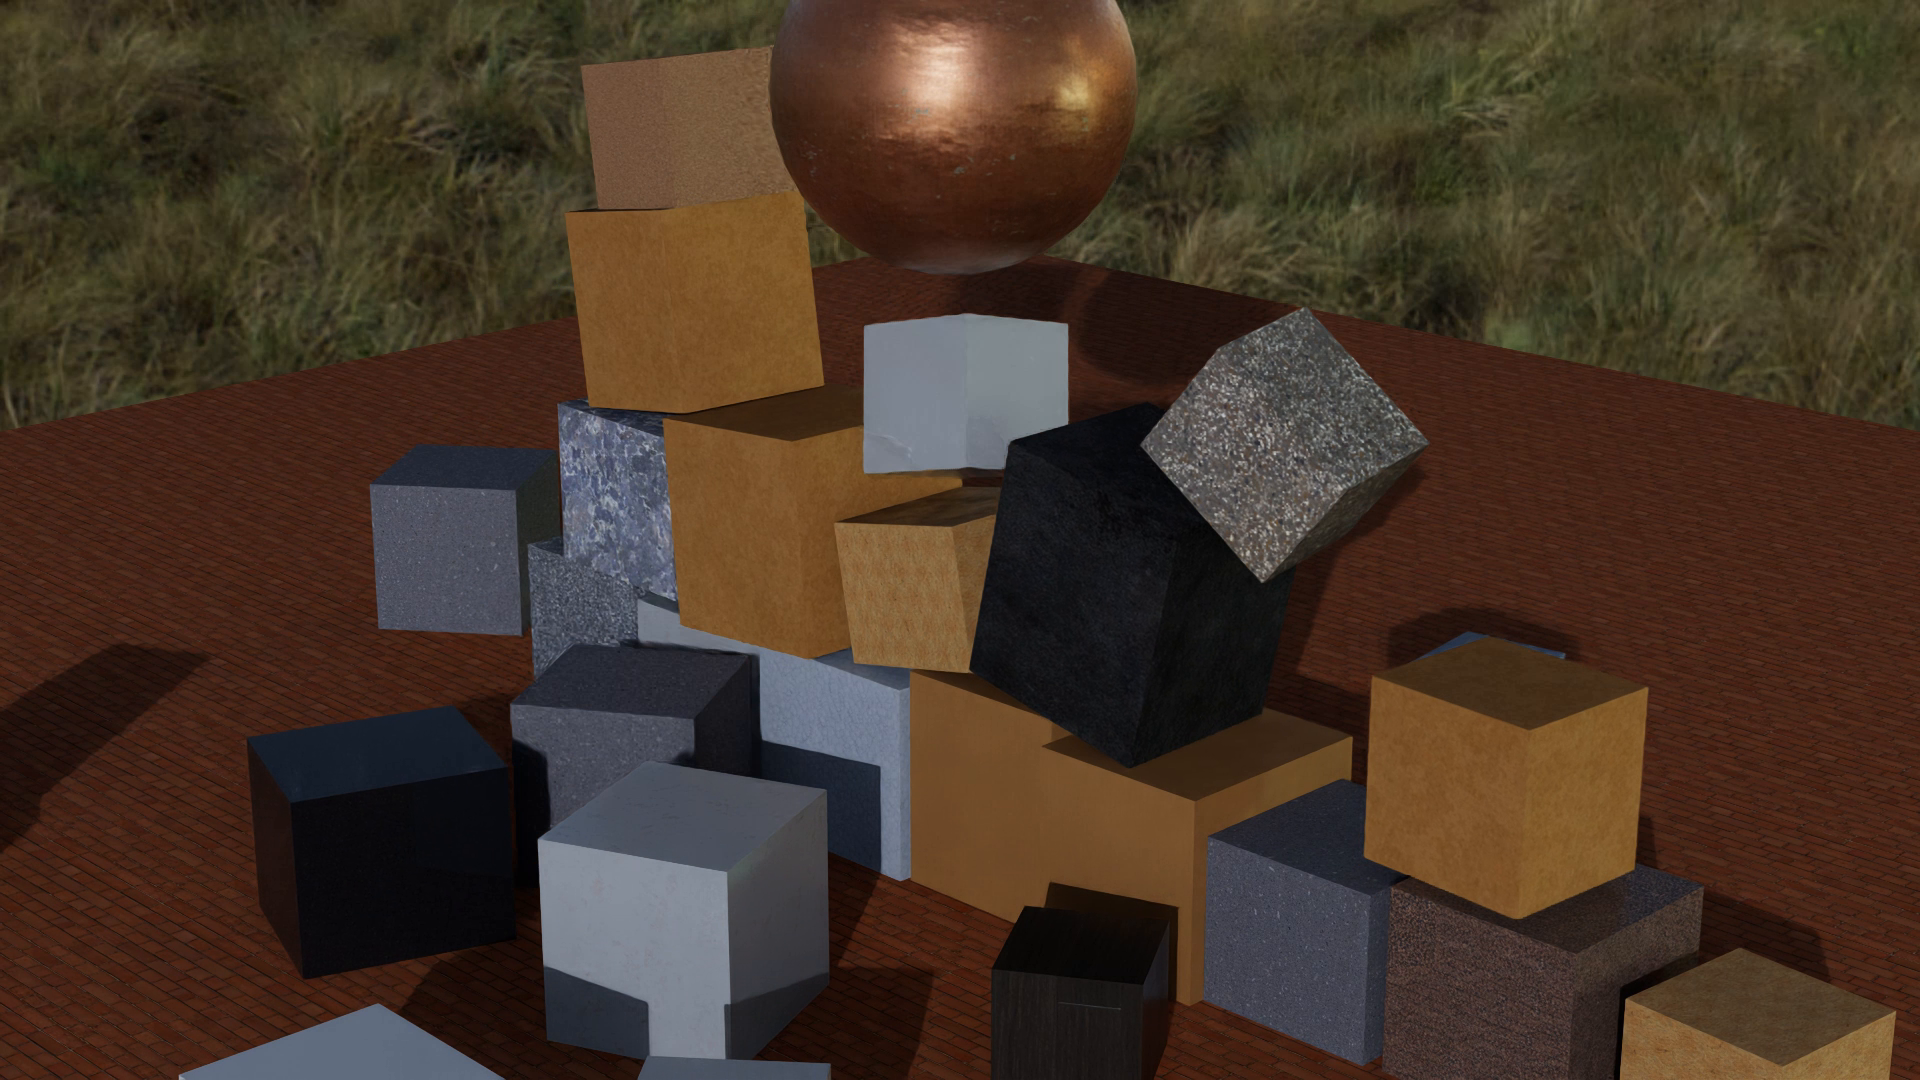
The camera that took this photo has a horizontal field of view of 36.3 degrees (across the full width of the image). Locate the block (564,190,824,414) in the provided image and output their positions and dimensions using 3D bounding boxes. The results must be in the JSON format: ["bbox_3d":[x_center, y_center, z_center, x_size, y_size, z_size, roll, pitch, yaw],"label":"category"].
[{"bbox_3d":[-1.299,-1.180,14.355,0.832,0.963,0.839,-14,13,-38],"label":"block"}]

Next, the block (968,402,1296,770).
[{"bbox_3d":[0.767,0.173,12.579,0.949,1.109,0.890,30,33,36],"label":"block"}]

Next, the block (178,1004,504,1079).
[{"bbox_3d":[-2.085,2.198,10.068,0.792,0.769,0.837,-16,23,-41],"label":"block"}]

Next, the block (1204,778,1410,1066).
[{"bbox_3d":[1.623,1.561,12.146,0.831,0.739,0.888,17,24,42],"label":"block"}]

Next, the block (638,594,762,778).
[{"bbox_3d":[-0.948,0.728,14.559,0.844,0.881,0.983,-17,24,-42],"label":"block"}]

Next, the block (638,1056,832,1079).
[{"bbox_3d":[-0.812,2.251,10.090,0.654,0.655,0.719,2,18,5],"label":"block"}]

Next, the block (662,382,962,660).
[{"bbox_3d":[-0.678,-0.117,13.937,0.996,1.018,0.979,-15,18,-40],"label":"block"}]

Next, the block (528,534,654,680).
[{"bbox_3d":[-1.607,0.485,15.179,0.865,0.973,0.859,-17,24,-42],"label":"block"}]

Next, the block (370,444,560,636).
[{"bbox_3d":[-2.838,-0.011,16.945,0.845,0.860,0.847,3,18,8],"label":"block"}]

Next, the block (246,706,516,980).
[{"bbox_3d":[-2.536,1.305,12.840,0.935,0.810,0.828,-8,19,-24],"label":"block"}]

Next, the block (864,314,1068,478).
[{"bbox_3d":[0.026,-0.642,13.324,0.639,0.678,0.684,2,-2,-43],"label":"block"}]

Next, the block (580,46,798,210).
[{"bbox_3d":[-1.290,-1.993,14.163,0.742,0.696,0.700,-14,13,-37],"label":"block"}]

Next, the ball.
[{"bbox_3d":[-0.029,-1.949,12.699,1.600,1.600,1.600,0,17,0],"label":"ball"}]

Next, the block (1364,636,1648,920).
[{"bbox_3d":[2.130,0.914,11.487,0.717,0.769,0.778,-14,23,-38],"label":"block"}]

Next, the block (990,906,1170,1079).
[{"bbox_3d":[0.478,1.844,11.565,0.592,0.548,0.598,4,18,13],"label":"block"}]

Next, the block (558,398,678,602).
[{"bbox_3d":[-1.367,-0.279,14.644,0.866,0.806,0.929,-15,23,-40],"label":"block"}]

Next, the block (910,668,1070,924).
[{"bbox_3d":[0.402,1.066,13.260,0.869,1.016,0.902,17,24,42],"label":"block"}]

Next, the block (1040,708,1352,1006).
[{"bbox_3d":[1.017,1.298,12.686,1.041,0.917,0.863,-17,24,-42],"label":"block"}]

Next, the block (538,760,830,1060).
[{"bbox_3d":[-1.113,1.530,12.003,0.841,0.884,0.907,7,19,22],"label":"block"}]

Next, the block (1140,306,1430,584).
[{"bbox_3d":[1.318,-0.391,11.921,0.765,0.623,0.640,50,42,13],"label":"block"}]

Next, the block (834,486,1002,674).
[{"bbox_3d":[0.029,0.167,13.364,0.810,0.660,0.785,-17,13,-42],"label":"block"}]

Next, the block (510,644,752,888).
[{"bbox_3d":[-1.495,1.059,13.505,0.859,0.882,0.829,4,18,12],"label":"block"}]

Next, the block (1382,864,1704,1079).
[{"bbox_3d":[2.284,1.726,11.519,0.874,0.799,0.852,-17,24,-42],"label":"block"}]

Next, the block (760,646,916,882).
[{"bbox_3d":[-0.268,0.914,13.888,0.956,0.928,0.949,-17,24,-42],"label":"block"}]

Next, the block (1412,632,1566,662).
[{"bbox_3d":[2.607,0.867,14.609,0.544,0.586,0.630,13,22,36],"label":"block"}]

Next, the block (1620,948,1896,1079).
[{"bbox_3d":[2.946,2.012,10.887,0.687,0.633,0.691,-14,22,-37],"label":"block"}]
